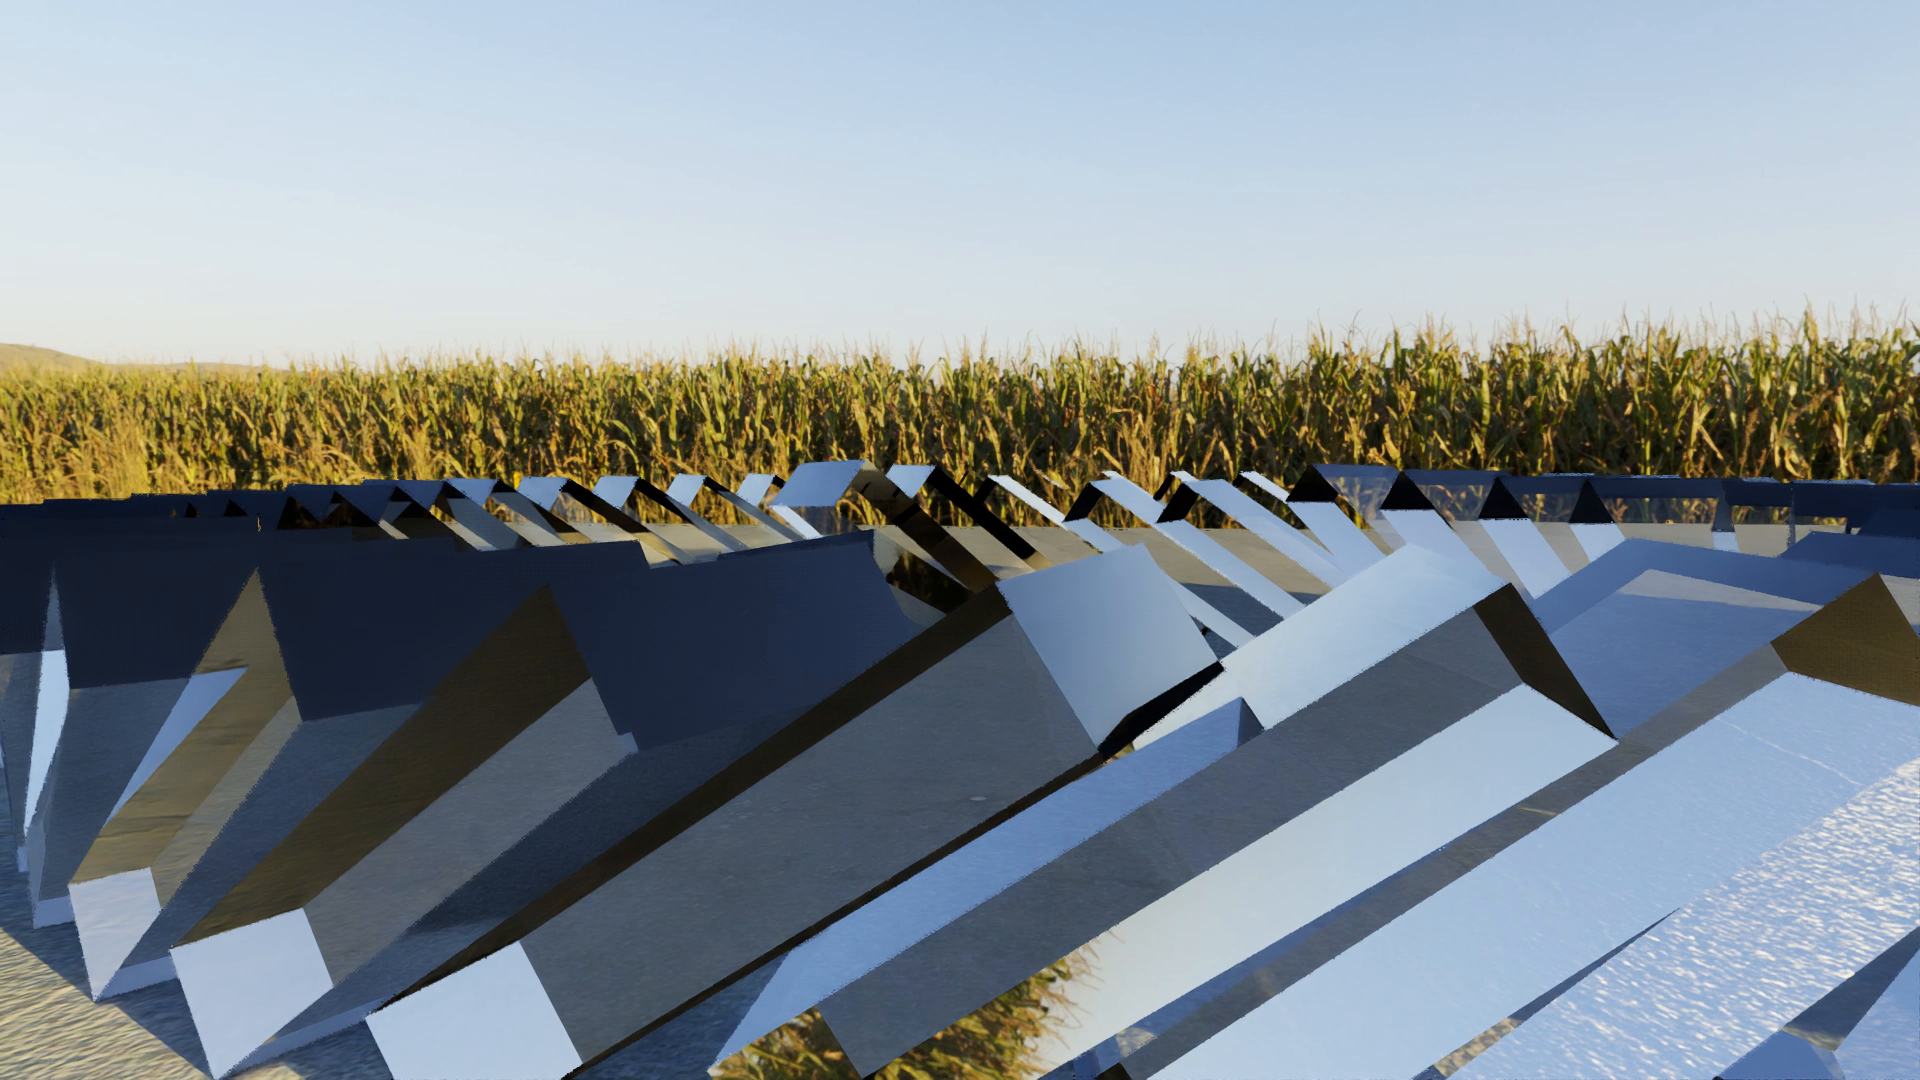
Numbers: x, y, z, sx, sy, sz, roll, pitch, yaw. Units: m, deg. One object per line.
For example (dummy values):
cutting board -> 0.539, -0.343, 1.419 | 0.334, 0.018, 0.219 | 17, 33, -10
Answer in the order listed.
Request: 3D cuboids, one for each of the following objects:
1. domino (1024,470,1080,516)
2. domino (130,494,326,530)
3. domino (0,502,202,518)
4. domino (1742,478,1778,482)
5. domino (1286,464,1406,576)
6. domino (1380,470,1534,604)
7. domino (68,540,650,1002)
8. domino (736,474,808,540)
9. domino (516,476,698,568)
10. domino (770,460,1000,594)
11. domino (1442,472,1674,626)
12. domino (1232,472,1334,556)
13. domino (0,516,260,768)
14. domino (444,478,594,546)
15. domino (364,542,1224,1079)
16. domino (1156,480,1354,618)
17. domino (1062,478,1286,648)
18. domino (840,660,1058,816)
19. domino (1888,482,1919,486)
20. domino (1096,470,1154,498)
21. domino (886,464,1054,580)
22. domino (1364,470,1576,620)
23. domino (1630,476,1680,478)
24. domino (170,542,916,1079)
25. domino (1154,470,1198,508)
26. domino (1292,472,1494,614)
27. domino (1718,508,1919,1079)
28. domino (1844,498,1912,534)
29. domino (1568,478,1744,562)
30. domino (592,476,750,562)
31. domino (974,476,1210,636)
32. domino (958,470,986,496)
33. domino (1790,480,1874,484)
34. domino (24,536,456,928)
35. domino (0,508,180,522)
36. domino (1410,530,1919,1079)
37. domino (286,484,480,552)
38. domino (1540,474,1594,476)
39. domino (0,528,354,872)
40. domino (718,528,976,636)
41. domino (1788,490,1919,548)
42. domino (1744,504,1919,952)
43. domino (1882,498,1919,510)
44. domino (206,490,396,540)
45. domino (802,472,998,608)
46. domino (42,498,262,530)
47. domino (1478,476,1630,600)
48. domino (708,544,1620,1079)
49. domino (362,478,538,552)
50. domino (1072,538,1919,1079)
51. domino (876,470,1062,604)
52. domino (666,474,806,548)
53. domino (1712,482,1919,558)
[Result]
domino -> 0.040, -0.002, 0.353 | 0.050, 0.010, 0.025 | 33, 7, 5
domino -> -0.106, 0.010, 0.205 | 0.025, 0.009, 0.050 | 1, -29, 8
domino -> -0.103, 0.012, 0.168 | 0.025, 0.009, 0.050 | -1, -29, -4
domino -> 0.186, 0.004, 0.278 | 0.025, 0.010, 0.050 | -2, 37, -26
domino -> 0.086, 0.005, 0.238 | 0.025, 0.009, 0.050 | -1, 41, -34
domino -> 0.098, 0.007, 0.224 | 0.025, 0.009, 0.050 | -1, 41, -22
domino -> -0.044, 0.018, 0.094 | 0.025, 0.010, 0.050 | -5, -27, -48
domino -> -0.033, 0.000, 0.330 | 0.050, 0.009, 0.025 | 34, -10, -23
domino -> -0.077, 0.003, 0.294 | 0.050, 0.009, 0.025 | 38, -21, -35
domino -> -0.007, 0.006, 0.223 | 0.050, 0.009, 0.025 | 42, -20, -26
domino -> 0.148, 0.001, 0.320 | 0.025, 0.010, 0.050 | -4, 39, -44
domino -> 0.095, -0.001, 0.343 | 0.050, 0.009, 0.025 | 36, 16, 16
domino -> -0.086, 0.015, 0.133 | 0.025, 0.009, 0.050 | -2, -29, -26
domino -> -0.088, 0.004, 0.280 | 0.025, 0.009, 0.050 | 3, -28, 44
domino -> -0.010, 0.019, 0.079 | 0.050, 0.010, 0.025 | -36, -10, 22
domino -> 0.064, 0.007, 0.245 | 0.050, 0.009, 0.025 | 38, 21, 22
domino -> 0.046, 0.006, 0.251 | 0.050, 0.009, 0.025 | 36, 17, 16
domino -> -0.001, 0.025, 0.172 | 0.025, 0.010, 0.050 | 0, 4, 1
domino -> 0.204, 0.007, 0.245 | 0.025, 0.010, 0.050 | -1, 37, -18
domino -> 0.059, -0.001, 0.351 | 0.050, 0.010, 0.025 | 34, 11, 10
domino -> 0.007, 0.006, 0.235 | 0.050, 0.009, 0.025 | 39, -9, -18
domino -> 0.131, 0.000, 0.329 | 0.050, 0.010, 0.025 | 40, 24, 26
domino -> 0.175, 0.003, 0.293 | 0.025, 0.009, 0.050 | -2, 37, -32
domino -> -0.028, 0.018, 0.084 | 0.050, 0.010, 0.025 | -37, -16, 31
domino -> 0.077, -0.001, 0.348 | 0.050, 0.010, 0.025 | 35, 14, 13
domino -> 0.114, 0.000, 0.337 | 0.050, 0.009, 0.025 | 38, 21, 22
domino -> 0.067, 0.017, 0.093 | 0.050, 0.009, 0.025 | -38, 17, -15
domino -> 0.105, 0.015, 0.133 | 0.025, 0.009, 0.050 | 3, 40, 39
domino -> 0.113, 0.010, 0.189 | 0.025, 0.009, 0.050 | 0, 40, -1
domino -> -0.063, 0.002, 0.308 | 0.050, 0.009, 0.025 | 36, -17, -31
domino -> 0.025, 0.005, 0.252 | 0.050, 0.009, 0.025 | 35, 9, 7
domino -> 0.021, -0.002, 0.352 | 0.050, 0.010, 0.025 | 33, 5, 1
domino -> 0.195, 0.006, 0.261 | 0.025, 0.010, 0.050 | -2, 37, -23
domino -> -0.060, 0.017, 0.105 | 0.025, 0.009, 0.050 | -4, -28, -40
domino -> -0.097, 0.013, 0.150 | 0.025, 0.009, 0.050 | -1, -29, -11
domino -> 0.048, 0.018, 0.084 | 0.050, 0.010, 0.025 | -35, 7, -3
domino -> -0.102, 0.007, 0.243 | 0.025, 0.009, 0.050 | 2, -29, 21
domino -> 0.163, 0.002, 0.307 | 0.025, 0.009, 0.050 | -3, 38, -37
domino -> -0.073, 0.016, 0.119 | 0.025, 0.009, 0.050 | -3, -28, -35
domino -> -0.012, 0.012, 0.194 | 0.025, 0.009, 0.050 | -9, -22, 24
domino -> 0.113, 0.013, 0.150 | 0.025, 0.009, 0.050 | 3, 40, 30
domino -> 0.094, 0.016, 0.117 | 0.025, 0.009, 0.050 | 5, 41, 48
domino -> 0.083, 0.016, 0.105 | 0.050, 0.009, 0.025 | -43, 28, -26
domino -> -0.105, 0.008, 0.224 | 0.025, 0.009, 0.050 | 1, -28, 16
domino -> -0.016, 0.000, 0.339 | 0.050, 0.009, 0.025 | 33, -6, -17
domino -> -0.106, 0.011, 0.186 | 0.025, 0.009, 0.050 | 0, -29, 3
domino -> 0.108, 0.009, 0.207 | 0.025, 0.009, 0.050 | -1, 40, -10
domino -> 0.011, 0.019, 0.079 | 0.050, 0.010, 0.025 | -34, -1, 9
domino -> -0.097, 0.005, 0.262 | 0.025, 0.009, 0.050 | 3, -29, 32
domino -> 0.030, 0.019, 0.081 | 0.050, 0.009, 0.025 | -34, 3, 3
domino -> 0.002, -0.001, 0.347 | 0.050, 0.009, 0.025 | 33, -1, -9
domino -> -0.048, 0.001, 0.320 | 0.050, 0.009, 0.025 | 34, -12, -26
domino -> 0.117, 0.011, 0.169 | 0.025, 0.010, 0.050 | 2, 40, 19
